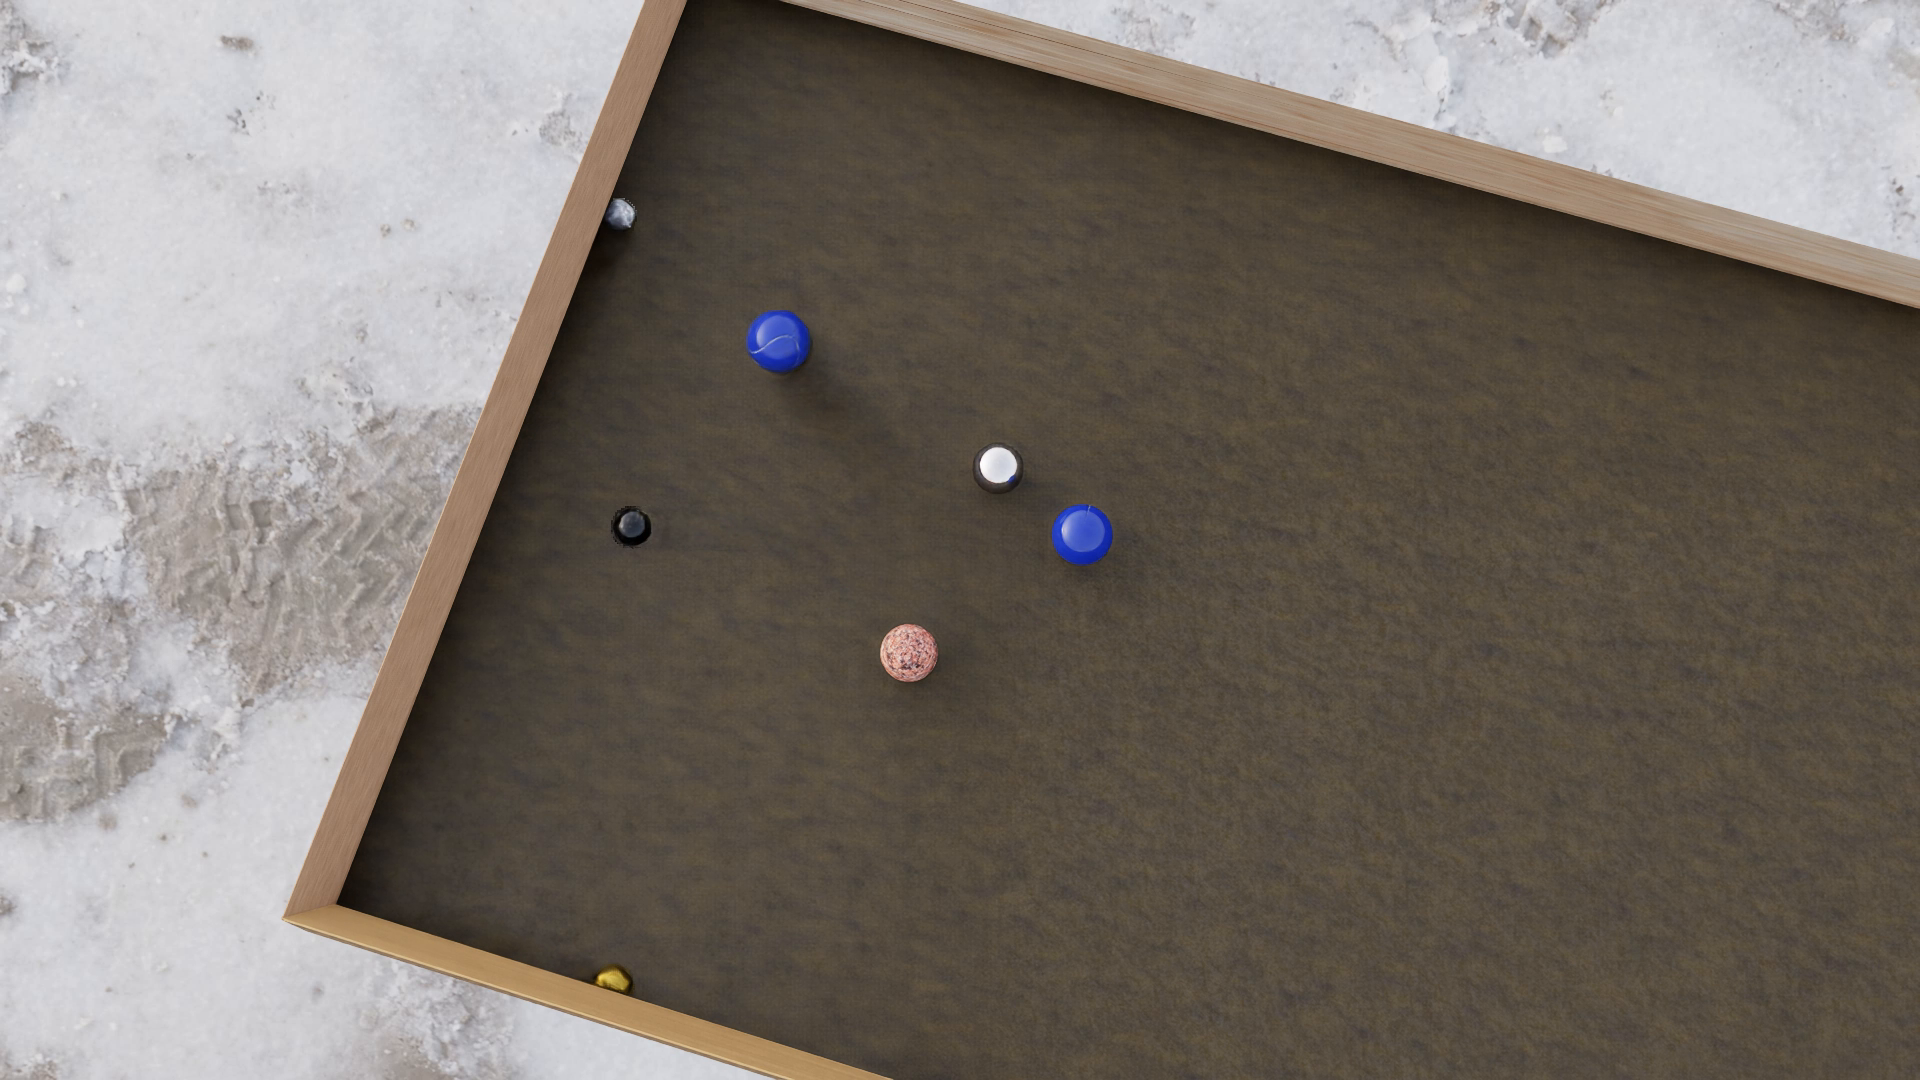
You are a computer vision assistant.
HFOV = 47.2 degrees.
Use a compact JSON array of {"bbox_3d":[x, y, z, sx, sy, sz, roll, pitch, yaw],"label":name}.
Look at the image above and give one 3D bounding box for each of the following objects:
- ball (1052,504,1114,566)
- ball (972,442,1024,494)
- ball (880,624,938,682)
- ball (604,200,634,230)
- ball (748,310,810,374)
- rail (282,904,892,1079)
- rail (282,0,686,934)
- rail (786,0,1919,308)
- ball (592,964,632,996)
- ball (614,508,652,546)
[{"bbox_3d":[0.188,-0.008,3.379,0.094,0.094,0.094,0,73,0],"label":"ball"},{"bbox_3d":[0.059,-0.111,3.419,0.081,0.081,0.081,0,73,0],"label":"ball"},{"bbox_3d":[-0.077,0.171,3.327,0.088,0.088,0.088,0,73,0],"label":"ball"},{"bbox_3d":[-0.553,-0.526,3.565,0.050,0.050,0.050,0,73,0],"label":"ball"},{"bbox_3d":[-0.286,-0.313,3.472,0.099,0.099,0.099,0,73,0],"label":"ball"},{"bbox_3d":[0.476,0.953,3.058,2.998,0.129,0.045,16,73,5],"label":"rail"},{"bbox_3d":[-0.694,-0.210,3.424,0.045,0.129,1.697,16,73,5],"label":"rail"},{"bbox_3d":[0.958,-0.552,3.531,2.998,0.129,0.045,16,73,5],"label":"rail"},{"bbox_3d":[-0.505,0.645,3.194,0.057,0.057,0.057,0,73,0],"label":"ball"},{"bbox_3d":[-0.507,-0.020,3.402,0.059,0.059,0.059,0,73,0],"label":"ball"}]
